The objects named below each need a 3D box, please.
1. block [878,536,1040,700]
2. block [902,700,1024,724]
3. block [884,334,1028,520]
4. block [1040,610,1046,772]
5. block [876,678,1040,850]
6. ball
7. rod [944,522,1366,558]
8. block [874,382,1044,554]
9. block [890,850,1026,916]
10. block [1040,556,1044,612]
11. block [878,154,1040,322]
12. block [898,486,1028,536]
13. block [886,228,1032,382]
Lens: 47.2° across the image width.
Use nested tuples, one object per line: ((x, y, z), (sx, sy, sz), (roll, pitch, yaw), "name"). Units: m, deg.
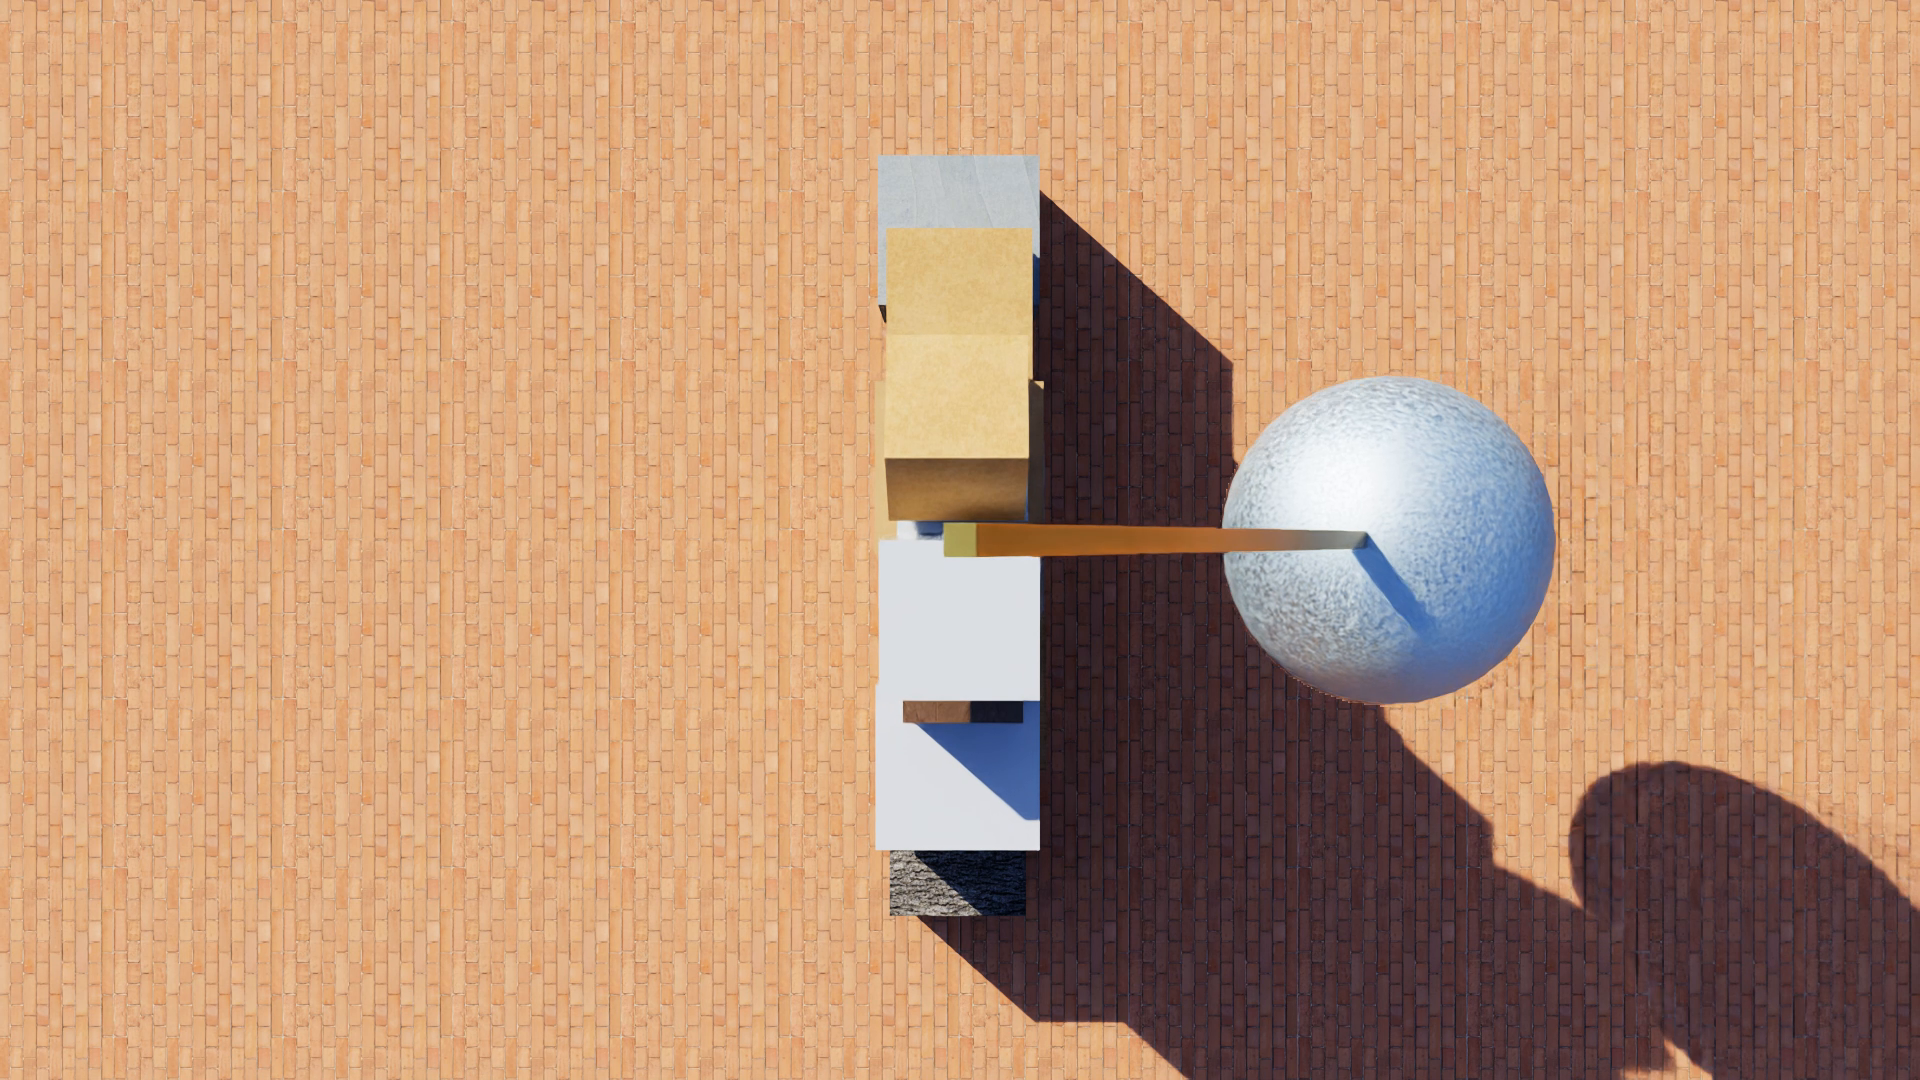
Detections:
((-0.002, 0.347, 10.141), (0.716, 0.704, 0.716), (0, 92, 0), "block")
((0.015, 0.616, 11.085), (0.595, 0.512, 0.572), (0, 90, 0), "block")
((-0.015, -0.513, 10.163), (0.639, 0.682, 0.620), (0, 67, 0), "block")
((0.018, 0.838, 12.576), (0.920, 0.848, 0.878), (0, 90, 0), "block")
((-0.012, 1.173, 11.746), (0.847, 0.811, 0.853), (0, 90, 0), "block")
((2.074, 0.000, 10.698), (1.600, 1.600, 1.600), (0, 90, 0), "ball")
((0.899, 0.000, 7.508), (0.080, 5.200, 0.080), (0, 90, 20), "rod")
((-0.004, -0.368, 11.581), (0.858, 0.819, 0.875), (0, 90, 0), "block")
((-0.013, 1.696, 12.652), (0.763, 0.697, 0.817), (0, 90, 0), "block")
((0.017, -0.074, 12.495), (0.889, 1.010, 0.926), (0, 90, 0), "block")
((-0.007, -1.695, 12.509), (0.884, 0.982, 0.818), (0, 90, 0), "block")
((0.014, -0.004, 10.826), (0.624, 0.687, 0.669), (0, 92, 0), "block")
((-0.002, -1.203, 11.614), (0.743, 0.809, 0.783), (0, 91, 0), "block")
